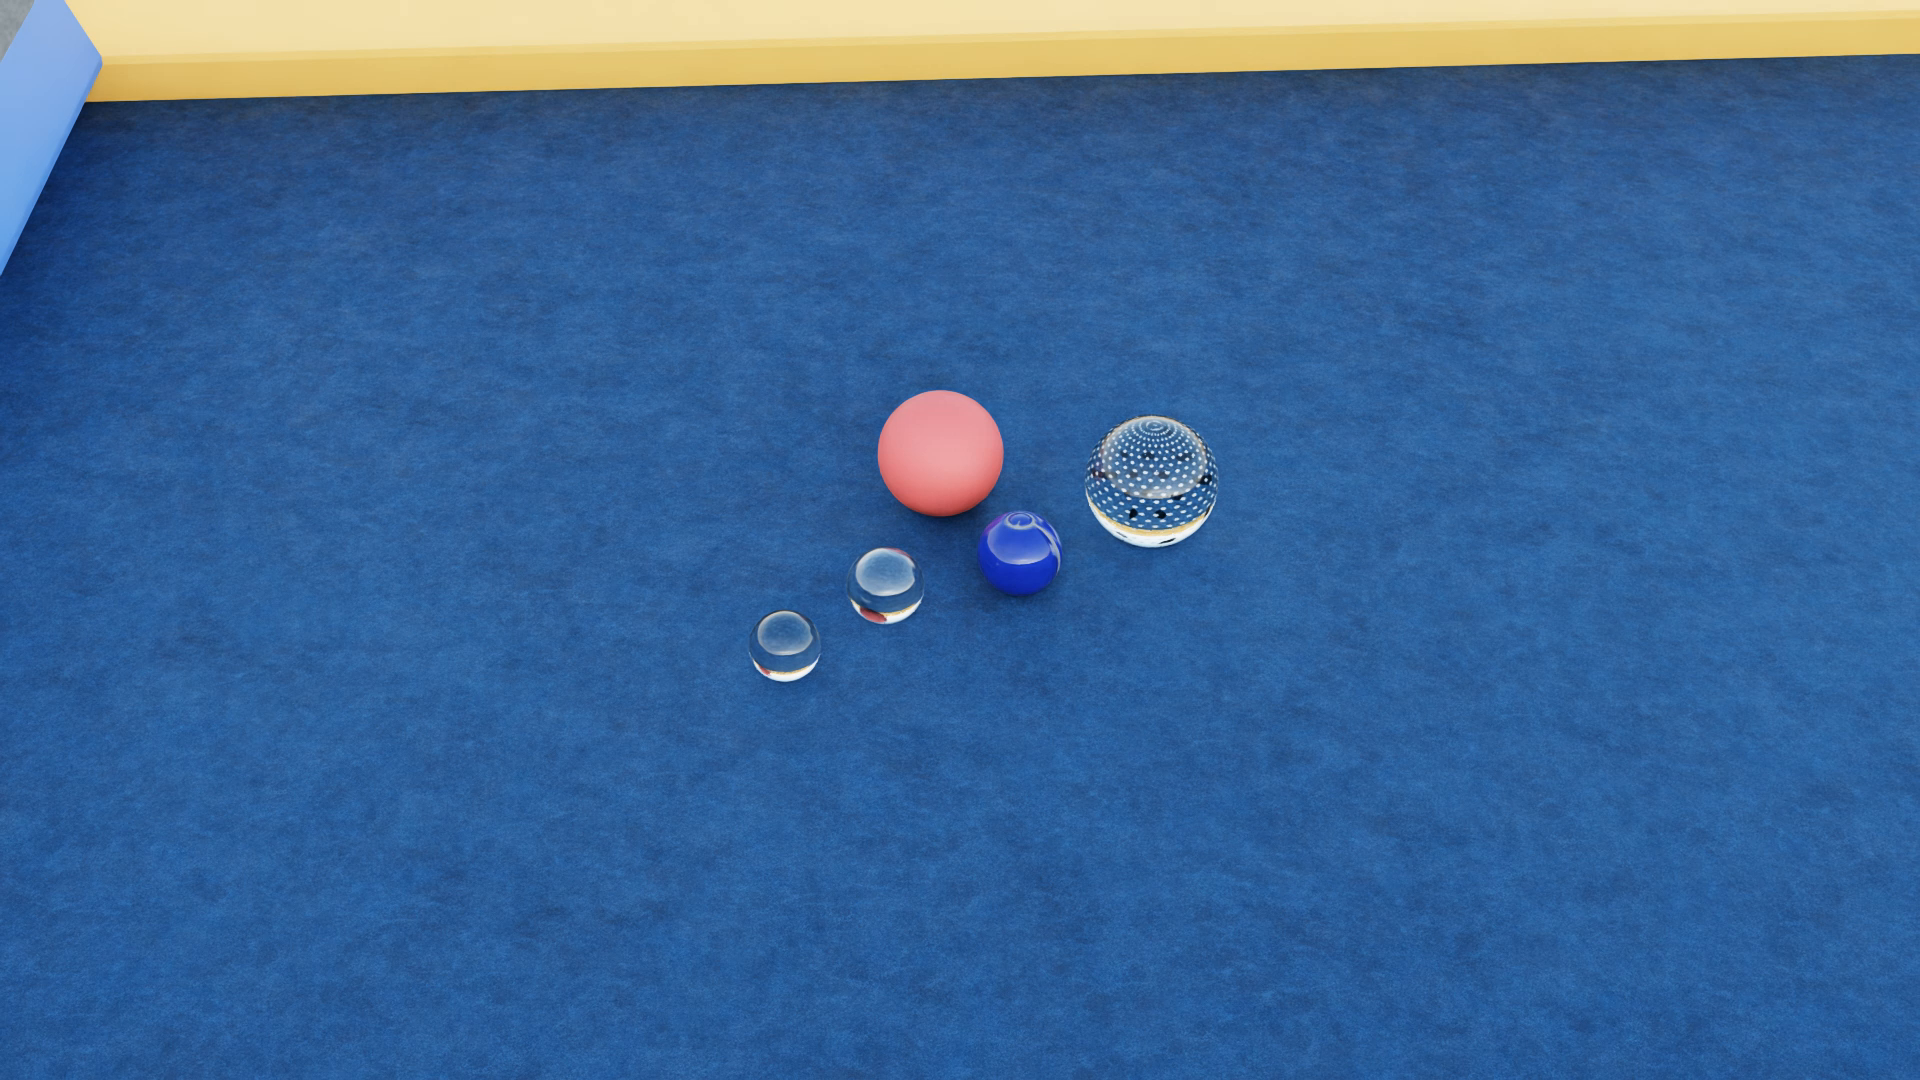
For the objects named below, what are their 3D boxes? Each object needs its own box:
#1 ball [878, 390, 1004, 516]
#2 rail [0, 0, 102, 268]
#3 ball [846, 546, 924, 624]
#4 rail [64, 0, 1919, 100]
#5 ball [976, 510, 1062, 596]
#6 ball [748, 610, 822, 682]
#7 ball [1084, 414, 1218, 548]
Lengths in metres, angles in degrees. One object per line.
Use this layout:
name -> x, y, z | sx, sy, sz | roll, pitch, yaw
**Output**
ball -> -0.013, -0.060, 1.771 | 0.087, 0.087, 0.087 | 0, 36, 0
rail -> -0.728, 0.004, 1.655 | 0.045, 0.118, 1.538 | -2, 36, -3
ball -> -0.049, 0.030, 1.678 | 0.051, 0.051, 0.051 | 0, 36, 0
rail -> 0.707, -0.483, 2.331 | 3.014, 0.118, 0.045 | -2, 36, -3
ball -> 0.040, 0.009, 1.703 | 0.057, 0.057, 0.057 | 0, 36, 0
ball -> -0.111, 0.067, 1.631 | 0.046, 0.046, 0.046 | 0, 36, 0
ball -> 0.130, -0.040, 1.741 | 0.091, 0.091, 0.091 | 0, 36, 0
